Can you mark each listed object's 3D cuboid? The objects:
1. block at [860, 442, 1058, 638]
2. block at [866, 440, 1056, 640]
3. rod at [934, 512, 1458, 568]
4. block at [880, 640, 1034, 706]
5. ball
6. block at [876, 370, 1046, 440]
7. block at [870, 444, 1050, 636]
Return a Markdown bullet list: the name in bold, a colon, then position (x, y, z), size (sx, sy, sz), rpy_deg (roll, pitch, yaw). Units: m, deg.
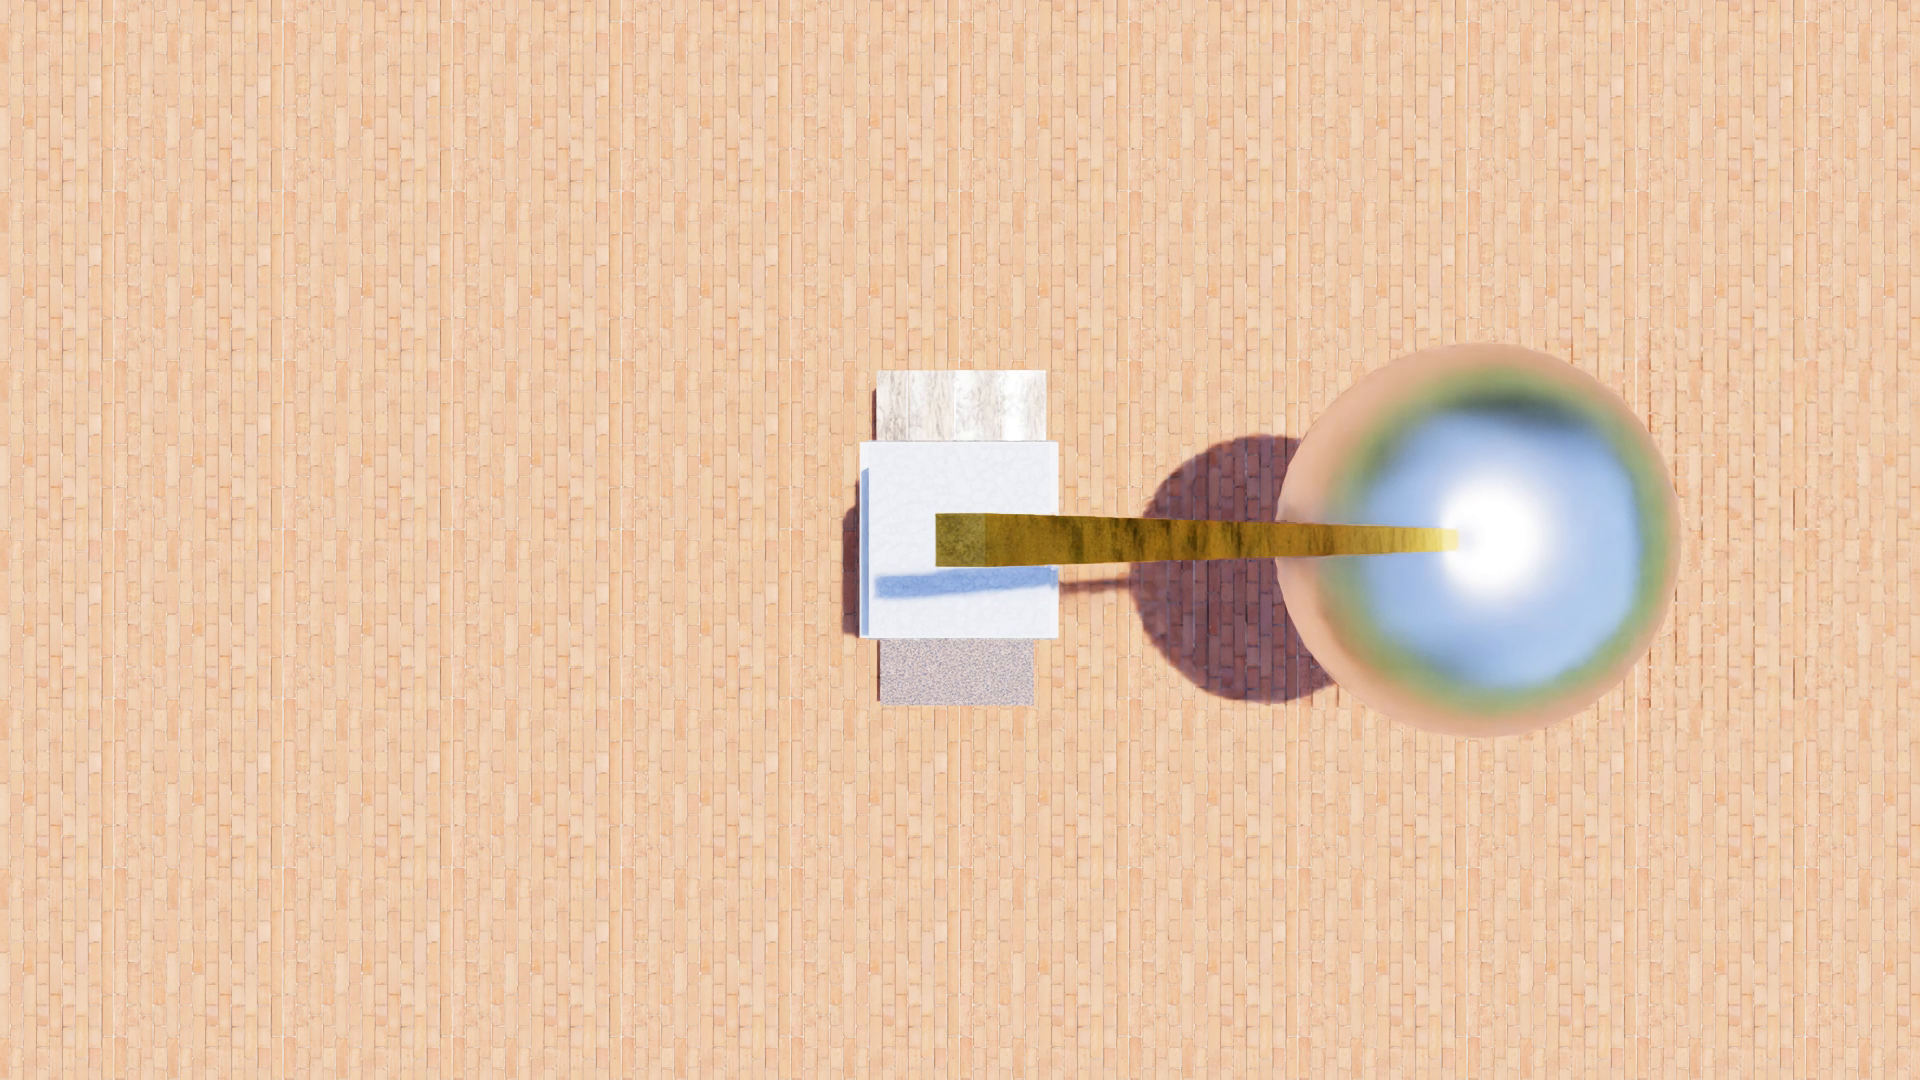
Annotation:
- **block**: position (-0.003, 0.000, 8.270), size (0.714, 0.706, 0.704), rpy_deg (0, 90, 0)
- **block**: position (0.008, 0.000, 10.587), size (0.882, 0.771, 0.927), rpy_deg (0, 90, 0)
- **rod**: position (0.899, 0.000, 5.683), size (0.080, 5.200, 0.080), rpy_deg (0, 90, 20)
- **block**: position (-0.016, 0.513, 12.627), size (0.854, 0.745, 0.819), rpy_deg (0, 90, 0)
- **ball**: position (2.074, 0.000, 8.874), size (1.600, 1.600, 1.600), rpy_deg (0, 90, 0)
- **block**: position (0.010, -0.414, 12.485), size (0.926, 1.030, 1.016), rpy_deg (0, 90, 0)
- **block**: position (-0.001, 0.000, 7.030), size (0.555, 0.581, 0.591), rpy_deg (0, 90, 0)
